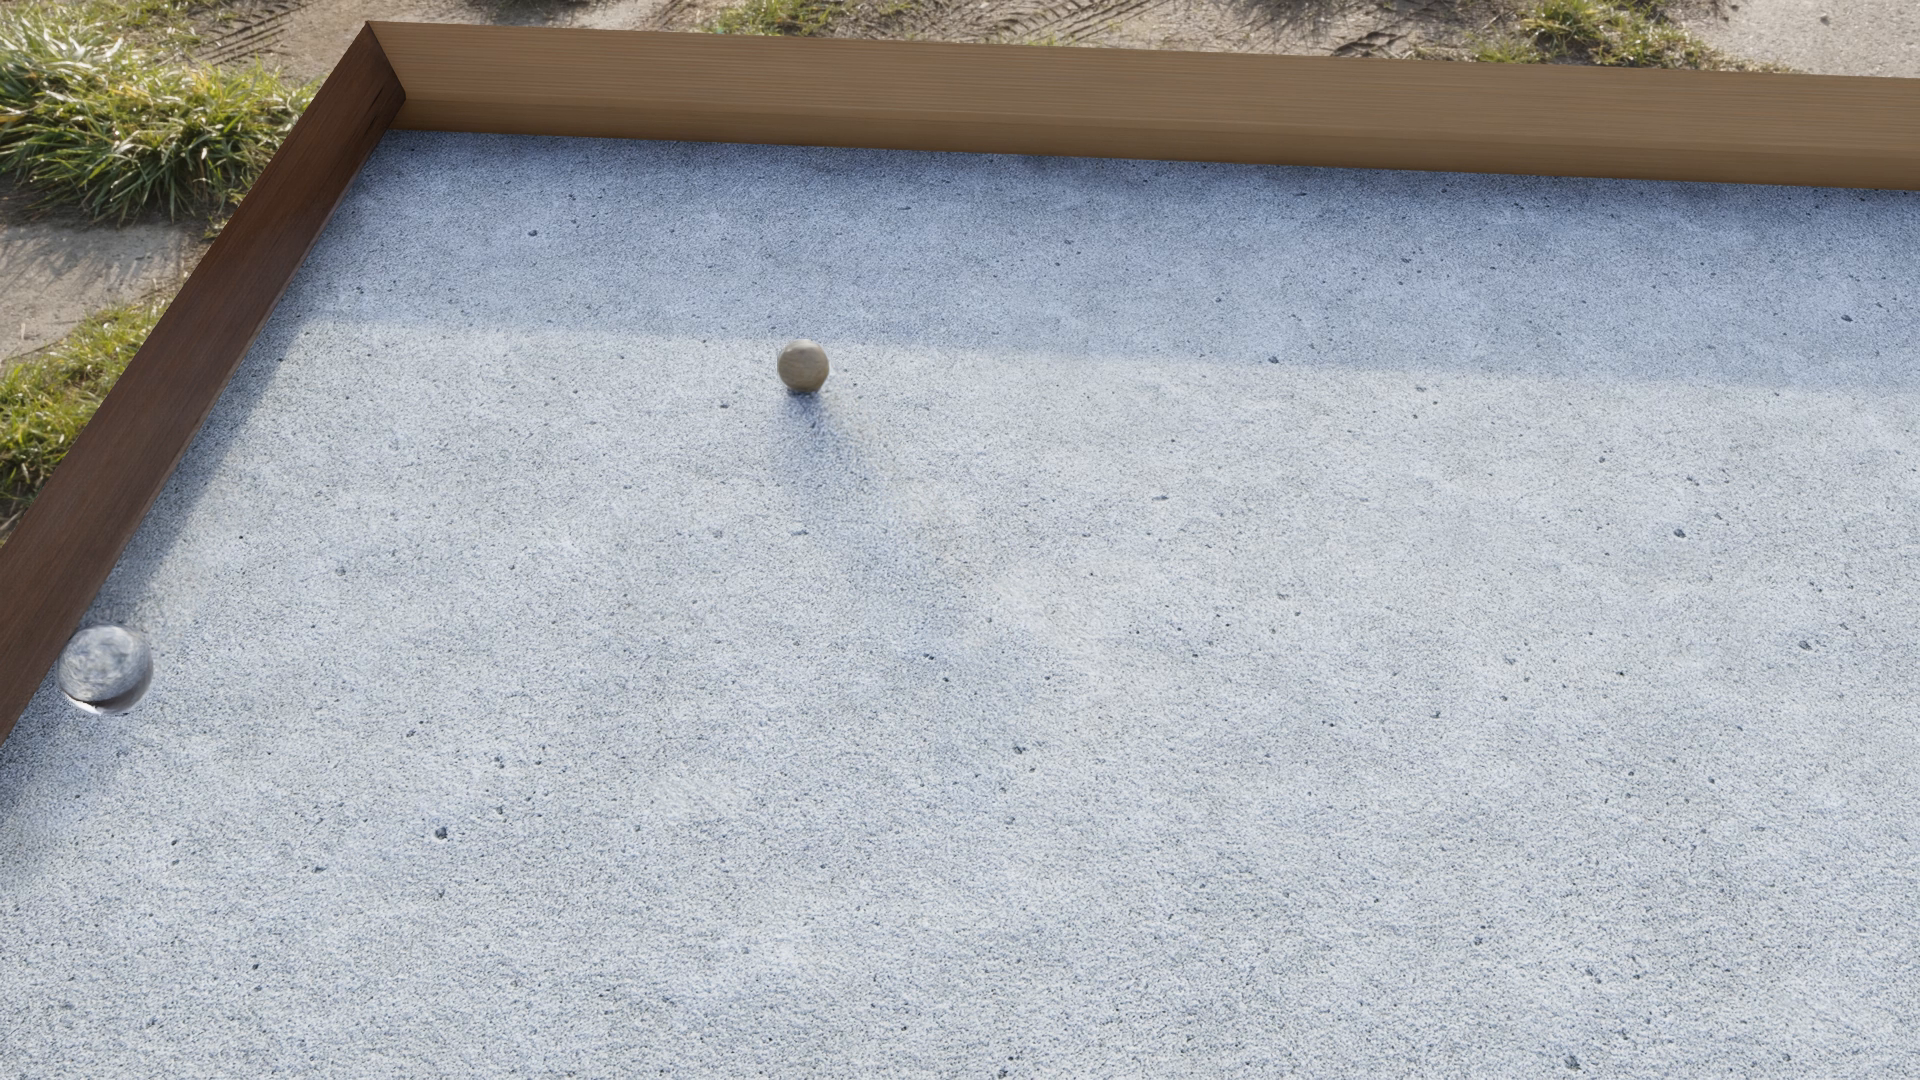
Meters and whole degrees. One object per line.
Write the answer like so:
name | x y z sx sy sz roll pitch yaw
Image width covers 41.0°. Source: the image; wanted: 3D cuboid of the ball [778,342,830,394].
ball | -0.133 -0.148 2.195 0.044 0.044 0.044 0 35 0

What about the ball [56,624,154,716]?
ball | -0.609 0.092 1.830 0.066 0.066 0.066 0 35 0

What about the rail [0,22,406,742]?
rail | -0.635 -0.059 2.001 0.045 0.117 1.450 3 35 4

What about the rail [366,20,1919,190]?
rail | 0.722 -0.390 2.479 2.647 0.117 0.045 3 35 4
